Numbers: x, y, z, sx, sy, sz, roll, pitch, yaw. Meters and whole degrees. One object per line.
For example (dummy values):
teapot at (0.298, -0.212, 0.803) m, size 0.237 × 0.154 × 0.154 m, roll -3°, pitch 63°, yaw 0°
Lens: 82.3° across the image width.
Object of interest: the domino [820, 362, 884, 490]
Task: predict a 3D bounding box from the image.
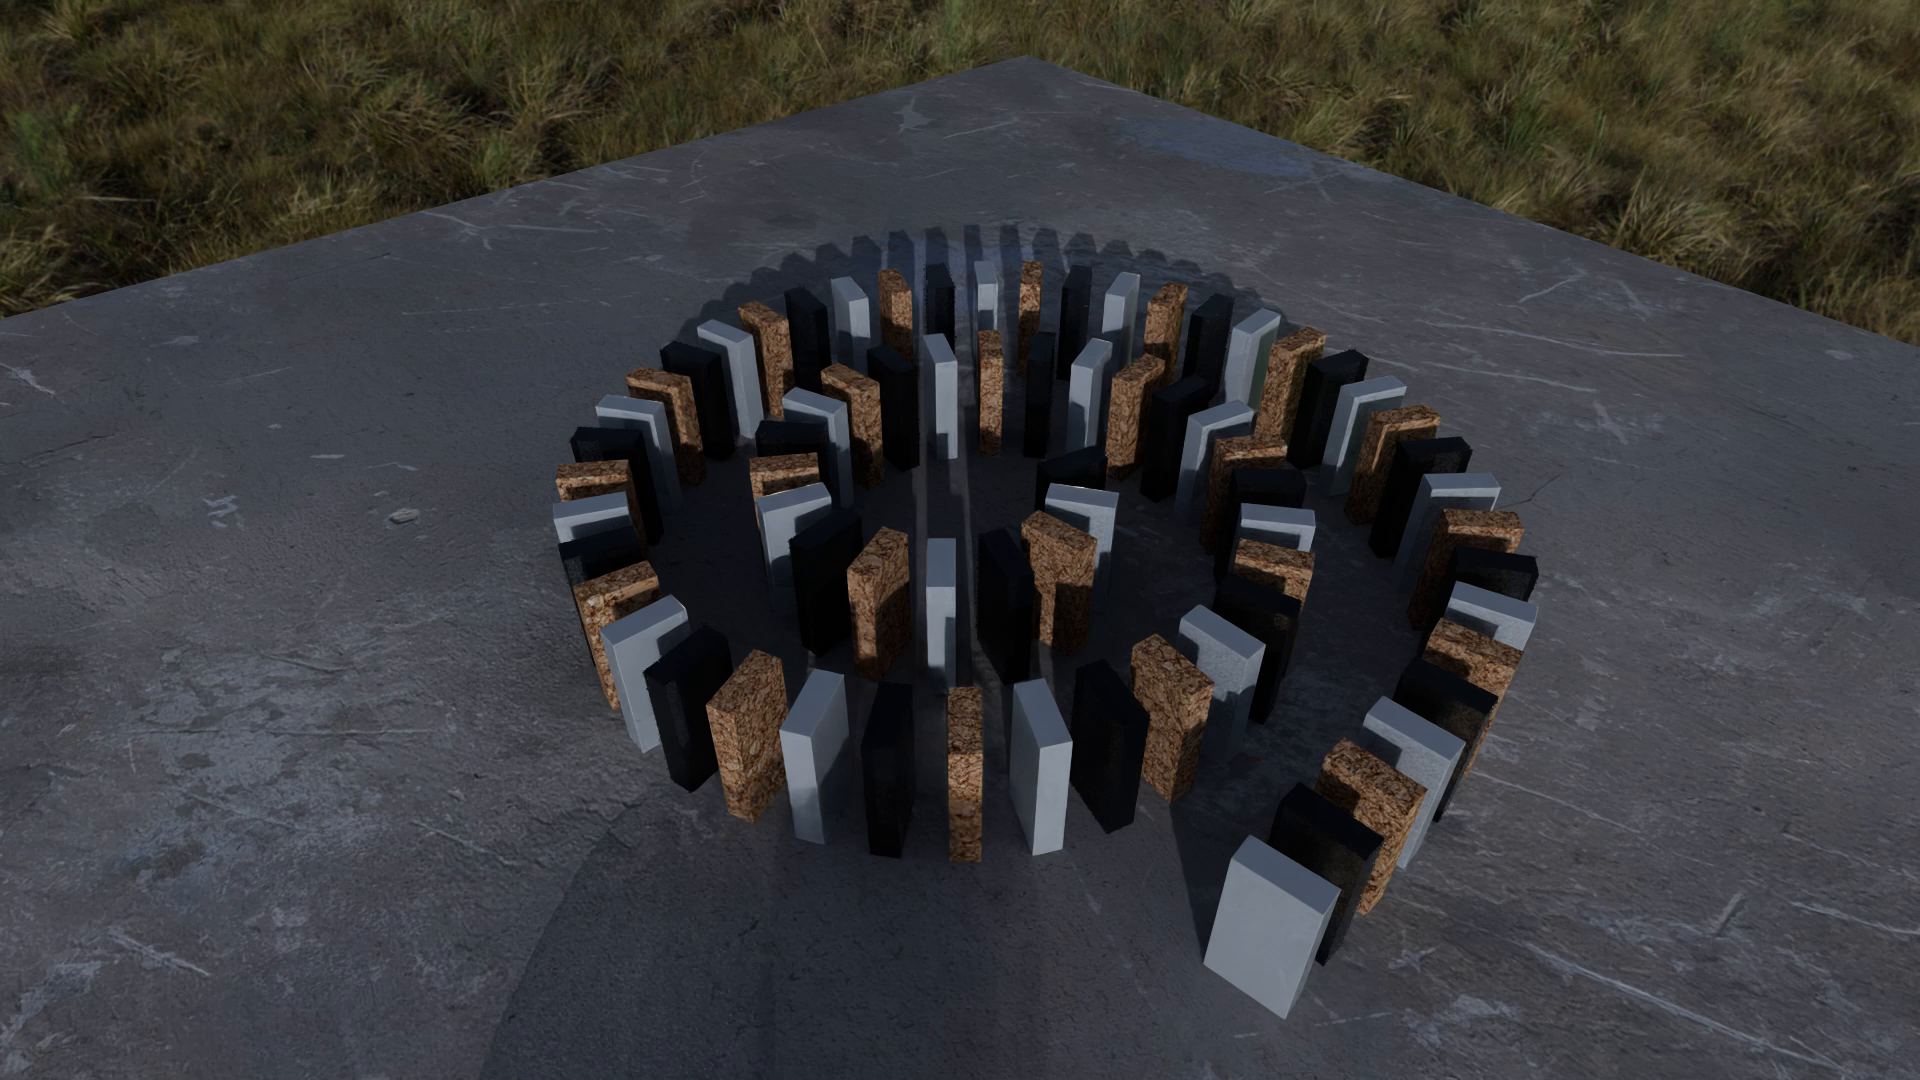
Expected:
domino at (-0.046, -0.048, 0.470) m, size 0.025 × 0.050 × 0.009 m, roll 29°, pitch 48°, yaw 31°

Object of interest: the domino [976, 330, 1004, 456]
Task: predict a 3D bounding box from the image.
domino at (0.013, -0.065, 0.491) m, size 0.009 × 0.050 × 0.025 m, roll -1°, pitch 39°, yaw -2°

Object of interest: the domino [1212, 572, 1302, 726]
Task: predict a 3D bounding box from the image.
domino at (0.095, 0.037, 0.367) m, size 0.025 × 0.050 × 0.009 m, roll 23°, pitch 45°, yaw 26°

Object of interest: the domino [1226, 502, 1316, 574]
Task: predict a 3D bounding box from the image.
domino at (0.111, 0.010, 0.399) m, size 0.025 × 0.050 × 0.010 m, roll 6°, pitch 40°, yaw 7°

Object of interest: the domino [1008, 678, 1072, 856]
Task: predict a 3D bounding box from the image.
domino at (0.023, 0.068, 0.328) m, size 0.010 × 0.050 × 0.025 m, roll -10°, pitch 40°, yaw -12°

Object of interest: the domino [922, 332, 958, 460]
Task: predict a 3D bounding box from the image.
domino at (-0.009, -0.063, 0.489) m, size 0.010 × 0.050 × 0.025 m, roll -9°, pitch 40°, yaw -11°

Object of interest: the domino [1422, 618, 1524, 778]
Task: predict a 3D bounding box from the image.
domino at (0.157, 0.051, 0.350) m, size 0.025 × 0.050 × 0.009 m, roll 26°, pitch 46°, yaw 28°

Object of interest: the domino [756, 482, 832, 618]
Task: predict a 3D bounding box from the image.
domino at (-0.059, 0.004, 0.406) m, size 0.025 × 0.050 × 0.010 m, roll -15°, pitch 42°, yaw -18°

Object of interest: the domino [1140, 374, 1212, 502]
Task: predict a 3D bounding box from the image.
domino at (0.090, -0.042, 0.463) m, size 0.025 × 0.050 × 0.009 m, roll -27°, pitch 47°, yaw -29°

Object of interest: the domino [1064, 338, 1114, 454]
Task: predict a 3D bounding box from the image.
domino at (0.057, -0.060, 0.485) m, size 0.010 × 0.050 × 0.025 m, roll 17°, pitch 42°, yaw 20°

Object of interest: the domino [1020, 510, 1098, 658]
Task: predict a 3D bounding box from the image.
domino at (0.034, 0.016, 0.392) m, size 0.025 × 0.050 × 0.010 m, roll 28°, pitch 47°, yaw 30°

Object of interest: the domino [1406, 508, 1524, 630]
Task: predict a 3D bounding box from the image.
domino at (0.181, 0.012, 0.397) m, size 0.025 × 0.050 × 0.009 m, roll 3°, pitch 39°, yaw 4°

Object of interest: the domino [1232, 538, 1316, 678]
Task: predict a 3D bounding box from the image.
domino at (0.105, 0.024, 0.382) m, size 0.025 × 0.050 × 0.010 m, roll 13°, pitch 41°, yaw 15°

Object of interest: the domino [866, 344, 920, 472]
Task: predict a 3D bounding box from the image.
domino at (-0.029, -0.058, 0.482) m, size 0.009 × 0.050 × 0.025 m, roll -23°, pitch 45°, yaw -26°

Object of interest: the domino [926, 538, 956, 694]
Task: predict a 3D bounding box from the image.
domino at (-0.006, 0.027, 0.379) m, size 0.009 × 0.050 × 0.025 m, roll 0°, pitch 39°, yaw 0°

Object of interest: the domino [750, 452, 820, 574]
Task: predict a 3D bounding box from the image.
domino at (-0.065, -0.009, 0.423) m, size 0.025 × 0.050 × 0.010 m, roll -6°, pitch 40°, yaw -7°

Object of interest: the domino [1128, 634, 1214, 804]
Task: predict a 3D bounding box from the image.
domino at (0.063, 0.056, 0.343) m, size 0.009 × 0.050 × 0.025 m, roll -23°, pitch 45°, yaw -26°

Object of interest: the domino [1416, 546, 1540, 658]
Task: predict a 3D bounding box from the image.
domino at (0.178, 0.026, 0.380) m, size 0.025 × 0.050 × 0.010 m, roll 9°, pitch 40°, yaw 11°

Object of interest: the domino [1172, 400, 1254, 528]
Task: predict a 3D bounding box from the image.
domino at (0.103, -0.031, 0.449) m, size 0.025 × 0.050 × 0.009 m, roll -19°, pitch 43°, yaw -22°

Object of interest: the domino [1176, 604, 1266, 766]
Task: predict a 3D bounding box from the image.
domino at (0.081, 0.047, 0.354) m, size 0.009 × 0.050 × 0.025 m, roll -31°, pitch 48°, yaw -32°

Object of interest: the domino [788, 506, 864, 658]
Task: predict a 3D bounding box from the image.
domino at (-0.046, 0.015, 0.393) m, size 0.009 × 0.050 × 0.025 m, roll 29°, pitch 48°, yaw 31°

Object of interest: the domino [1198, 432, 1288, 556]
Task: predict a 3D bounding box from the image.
domino at (0.111, -0.018, 0.433) m, size 0.025 × 0.050 × 0.009 m, roll -7°, pitch 40°, yaw -9°

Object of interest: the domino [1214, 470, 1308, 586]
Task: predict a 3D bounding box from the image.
domino at (0.113, -0.004, 0.416) m, size 0.025 × 0.050 × 0.010 m, roll 0°, pitch 39°, yaw 0°

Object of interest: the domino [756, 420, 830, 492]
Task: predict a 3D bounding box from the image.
domino at (-0.066, -0.023, 0.440) m, size 0.025 × 0.050 × 0.009 m, roll 5°, pitch 40°, yaw 6°

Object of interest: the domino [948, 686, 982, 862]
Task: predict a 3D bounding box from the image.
domino at (0.001, 0.070, 0.326) m, size 0.009 × 0.050 × 0.025 m, roll 0°, pitch 39°, yaw 0°

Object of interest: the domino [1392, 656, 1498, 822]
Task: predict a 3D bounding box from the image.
domino at (0.143, 0.062, 0.336) m, size 0.025 × 0.050 × 0.009 m, roll 29°, pitch 48°, yaw 31°

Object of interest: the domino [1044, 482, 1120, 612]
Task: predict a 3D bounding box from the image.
domino at (0.044, 0.004, 0.407) m, size 0.025 × 0.050 × 0.010 m, roll 9°, pitch 40°, yaw 11°

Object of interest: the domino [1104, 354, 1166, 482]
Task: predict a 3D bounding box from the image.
domino at (0.075, -0.053, 0.476) m, size 0.009 × 0.050 × 0.025 m, roll 29°, pitch 47°, yaw 30°

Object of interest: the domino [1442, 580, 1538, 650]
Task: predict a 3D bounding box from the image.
domino at (0.169, 0.039, 0.364) m, size 0.025 × 0.050 × 0.009 m, roll 20°, pitch 43°, yaw 22°

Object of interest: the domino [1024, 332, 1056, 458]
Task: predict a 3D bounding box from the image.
domino at (0.035, -0.064, 0.490) m, size 0.010 × 0.050 × 0.025 m, roll 6°, pitch 40°, yaw 7°

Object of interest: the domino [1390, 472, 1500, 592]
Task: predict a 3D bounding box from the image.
domino at (0.182, -0.002, 0.414) m, size 0.025 × 0.050 × 0.009 m, roll -1°, pitch 39°, yaw -2°

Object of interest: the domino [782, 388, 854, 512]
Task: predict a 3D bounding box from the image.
domino at (-0.058, -0.037, 0.456) m, size 0.025 × 0.050 × 0.010 m, roll 19°, pitch 43°, yaw 22°

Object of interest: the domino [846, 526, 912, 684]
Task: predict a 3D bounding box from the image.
domino at (-0.028, 0.023, 0.383) m, size 0.010 × 0.050 × 0.025 m, roll 17°, pitch 42°, yaw 19°

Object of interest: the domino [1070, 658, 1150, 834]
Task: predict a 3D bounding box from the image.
domino at (0.044, 0.063, 0.334) m, size 0.010 × 0.050 × 0.025 m, roll -17°, pitch 42°, yaw -20°

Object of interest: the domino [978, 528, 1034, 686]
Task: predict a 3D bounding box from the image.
domino at (0.015, 0.024, 0.383) m, size 0.010 × 0.050 × 0.025 m, roll -14°, pitch 41°, yaw -17°

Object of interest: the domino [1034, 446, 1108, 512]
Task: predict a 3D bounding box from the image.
domino at (0.042, -0.010, 0.424) m, size 0.025 × 0.050 × 0.010 m, roll -19°, pitch 43°, yaw -22°
